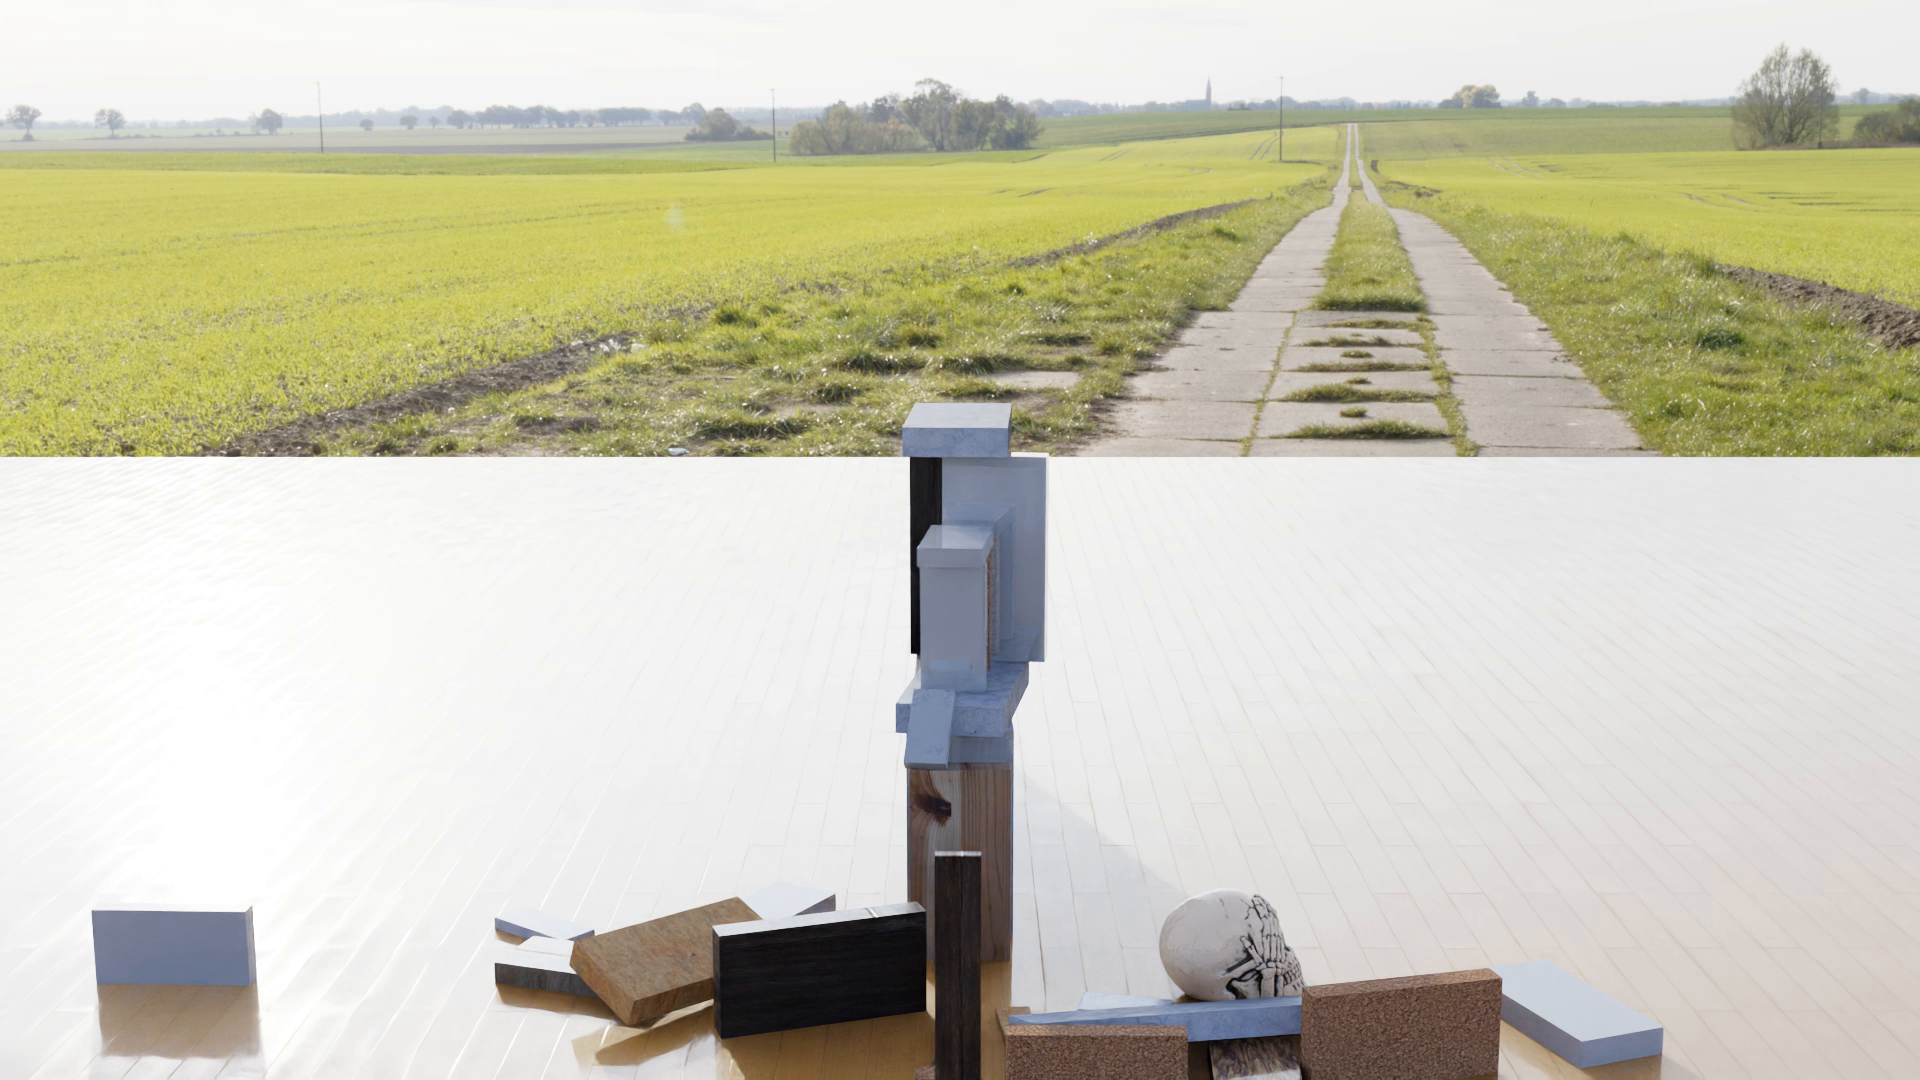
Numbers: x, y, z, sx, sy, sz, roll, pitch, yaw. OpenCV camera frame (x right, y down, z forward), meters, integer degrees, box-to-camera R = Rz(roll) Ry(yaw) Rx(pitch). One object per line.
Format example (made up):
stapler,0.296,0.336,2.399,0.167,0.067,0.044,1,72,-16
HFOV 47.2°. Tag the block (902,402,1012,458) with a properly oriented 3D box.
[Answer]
block,-0.001,-0.189,3.752,0.172,0.049,0.344,0,10,2

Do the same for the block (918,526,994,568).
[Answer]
block,-0.006,0.009,3.505,0.102,0.029,0.203,1,11,5

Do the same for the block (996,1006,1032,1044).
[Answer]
block,0.081,0.686,3.112,0.049,0.014,0.098,-1,11,-7

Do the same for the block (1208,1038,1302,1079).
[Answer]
block,0.390,0.717,2.894,0.116,0.033,0.231,1,11,3

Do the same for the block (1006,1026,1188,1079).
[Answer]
block,0.176,0.686,2.833,0.231,0.116,0.033,0,11,0

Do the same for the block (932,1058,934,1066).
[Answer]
block,-0.007,0.704,3.019,0.049,0.014,0.098,1,11,8

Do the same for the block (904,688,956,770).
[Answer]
block,-0.045,0.288,3.351,0.065,0.018,0.130,2,55,9

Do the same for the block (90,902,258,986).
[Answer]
block,-1.172,0.603,3.283,0.231,0.116,0.033,0,11,2

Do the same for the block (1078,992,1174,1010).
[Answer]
block,0.238,0.675,3.158,0.130,0.018,0.065,2,11,13

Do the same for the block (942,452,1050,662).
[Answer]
block,0.059,0.028,3.656,0.172,0.344,0.049,1,10,8

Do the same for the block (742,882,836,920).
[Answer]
block,-0.311,0.603,3.509,0.116,0.033,0.231,6,12,30

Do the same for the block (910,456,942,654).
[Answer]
block,-0.002,0.007,3.899,0.172,0.390,0.049,0,11,0

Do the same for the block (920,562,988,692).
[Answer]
block,-0.010,0.136,3.460,0.102,0.203,0.029,2,12,8

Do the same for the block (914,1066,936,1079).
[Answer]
block,-0.021,0.725,2.900,0.057,0.016,0.114,-2,11,-12

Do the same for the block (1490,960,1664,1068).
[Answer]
block,0.856,0.671,3.130,0.136,0.039,0.272,-4,11,-21

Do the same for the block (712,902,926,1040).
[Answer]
block,-0.198,0.612,3.136,0.303,0.152,0.043,-4,11,-19

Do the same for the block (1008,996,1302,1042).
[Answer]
block,0.290,0.664,3.023,0.424,0.039,0.136,-1,-7,-14

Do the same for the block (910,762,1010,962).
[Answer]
block,0.000,0.493,3.363,0.152,0.303,0.043,0,11,-1

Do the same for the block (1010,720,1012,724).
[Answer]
block,0.002,0.415,3.696,0.167,0.335,0.047,1,11,4

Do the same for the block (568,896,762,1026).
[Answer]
block,-0.406,0.618,3.250,0.303,0.043,0.152,-8,32,-44

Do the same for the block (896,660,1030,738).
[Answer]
block,0.008,0.247,3.549,0.167,0.047,0.335,2,11,9

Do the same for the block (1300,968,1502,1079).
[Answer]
block,0.590,0.656,2.941,0.272,0.136,0.039,-3,11,-14

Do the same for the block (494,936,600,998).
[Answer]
block,-0.566,0.642,3.297,0.231,0.033,0.116,4,11,19

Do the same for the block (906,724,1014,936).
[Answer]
block,0.000,0.457,3.468,0.167,0.335,0.047,0,10,0

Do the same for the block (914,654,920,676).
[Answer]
block,-0.004,0.233,3.865,0.147,0.042,0.294,0,11,0

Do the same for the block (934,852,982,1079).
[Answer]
block,-0.003,0.571,2.737,0.057,0.378,0.016,0,11,0

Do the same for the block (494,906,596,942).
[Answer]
block,-0.658,0.615,3.482,0.166,0.018,0.065,8,13,38

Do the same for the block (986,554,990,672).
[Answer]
block,-0.002,0.111,3.591,0.102,0.203,0.029,1,10,3
